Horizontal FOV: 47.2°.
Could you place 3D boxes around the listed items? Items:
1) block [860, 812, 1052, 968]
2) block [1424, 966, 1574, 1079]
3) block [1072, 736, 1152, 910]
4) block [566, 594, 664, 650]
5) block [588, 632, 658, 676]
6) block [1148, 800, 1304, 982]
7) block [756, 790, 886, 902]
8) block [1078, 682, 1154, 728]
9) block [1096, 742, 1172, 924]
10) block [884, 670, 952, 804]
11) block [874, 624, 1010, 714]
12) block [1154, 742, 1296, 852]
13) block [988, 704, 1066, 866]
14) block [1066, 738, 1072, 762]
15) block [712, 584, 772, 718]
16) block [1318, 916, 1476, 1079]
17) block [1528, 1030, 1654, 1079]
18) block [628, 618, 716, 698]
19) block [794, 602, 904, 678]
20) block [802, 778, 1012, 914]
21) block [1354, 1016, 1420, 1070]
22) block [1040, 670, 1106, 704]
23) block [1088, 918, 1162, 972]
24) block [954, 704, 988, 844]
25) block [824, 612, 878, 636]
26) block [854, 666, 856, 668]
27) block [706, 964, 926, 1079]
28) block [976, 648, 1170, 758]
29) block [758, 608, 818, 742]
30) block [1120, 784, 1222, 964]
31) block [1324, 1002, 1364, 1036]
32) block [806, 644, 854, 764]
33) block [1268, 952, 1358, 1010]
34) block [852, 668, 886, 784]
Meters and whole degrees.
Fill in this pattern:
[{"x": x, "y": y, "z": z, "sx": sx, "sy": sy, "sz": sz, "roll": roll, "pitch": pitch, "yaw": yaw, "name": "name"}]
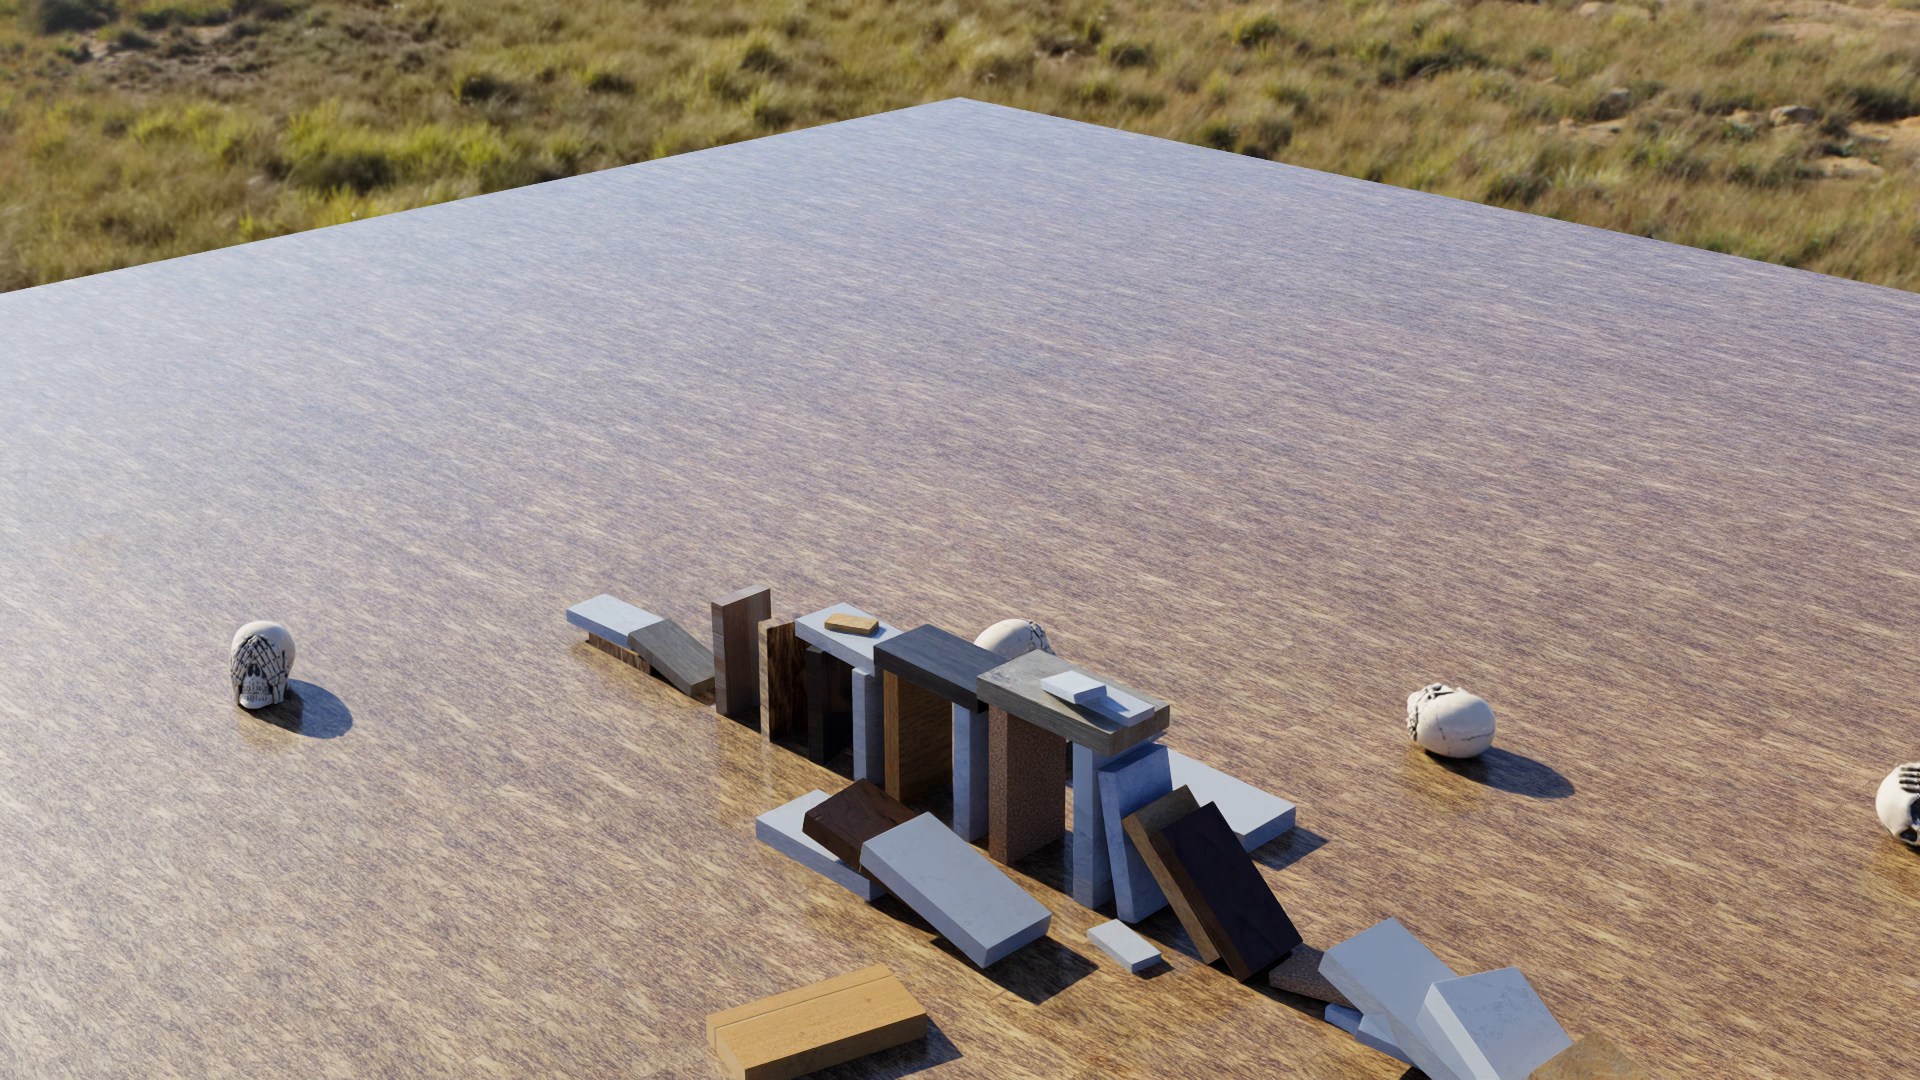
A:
[{"x": -0.010, "y": 0.640, "z": 4.049, "sx": 0.168, "sy": 0.048, "sz": 0.336, "roll": -21, "pitch": 44, "yaw": -40, "name": "block"}, {"x": 0.918, "y": 0.846, "z": 3.569, "sx": 0.170, "sy": 0.048, "sz": 0.340, "roll": -5, "pitch": 39, "yaw": -23, "name": "block"}, {"x": 0.287, "y": 0.509, "z": 4.130, "sx": 0.168, "sy": 0.336, "sz": 0.048, "roll": -21, "pitch": 29, "yaw": -41, "name": "block"}, {"x": -0.806, "y": 0.192, "z": 5.181, "sx": 0.236, "sy": 0.033, "sz": 0.118, "roll": 20, "pitch": 30, "yaw": 38, "name": "block"}, {"x": -0.748, "y": 0.247, "z": 5.137, "sx": 0.118, "sy": 0.033, "sz": 0.236, "roll": -21, "pitch": 31, "yaw": -40, "name": "block"}, {"x": 0.480, "y": 0.632, "z": 3.972, "sx": 0.149, "sy": 0.042, "sz": 0.299, "roll": -21, "pitch": 74, "yaw": -41, "name": "block"}, {"x": -0.229, "y": 0.593, "z": 4.302, "sx": 0.329, "sy": 0.047, "sz": 0.165, "roll": 21, "pitch": 31, "yaw": 40, "name": "block"}, {"x": 0.285, "y": 0.302, "z": 4.040, "sx": 0.067, "sy": 0.019, "sz": 0.134, "roll": -20, "pitch": 30, "yaw": -38, "name": "block"}, {"x": 0.340, "y": 0.544, "z": 4.092, "sx": 0.149, "sy": 0.299, "sz": 0.042, "roll": -21, "pitch": 19, "yaw": -41, "name": "block"}, {"x": -0.084, "y": 0.380, "z": 4.482, "sx": 0.149, "sy": 0.299, "sz": 0.042, "roll": -21, "pitch": 30, "yaw": -40, "name": "block"}, {"x": -0.016, "y": 0.252, "z": 4.348, "sx": 0.149, "sy": 0.042, "sz": 0.299, "roll": -21, "pitch": 31, "yaw": -40, "name": "block"}, {"x": 0.483, "y": 0.523, "z": 4.469, "sx": 0.165, "sy": 0.047, "sz": 0.372, "roll": -21, "pitch": 31, "yaw": -40, "name": "block"}, {"x": 0.132, "y": 0.449, "z": 4.273, "sx": 0.048, "sy": 0.336, "sz": 0.168, "roll": 21, "pitch": 31, "yaw": 41, "name": "block"}, {"x": 0.220, "y": 0.402, "z": 4.754, "sx": 0.165, "sy": 0.047, "sz": 0.329, "roll": 19, "pitch": 29, "yaw": 37, "name": "block"}, {"x": -0.477, "y": 0.243, "z": 4.840, "sx": 0.038, "sy": 0.271, "sz": 0.135, "roll": 21, "pitch": 31, "yaw": 41, "name": "block"}, {"x": 0.796, "y": 0.800, "z": 3.679, "sx": 0.170, "sy": 0.048, "sz": 0.382, "roll": -17, "pitch": 45, "yaw": -35, "name": "block"}, {"x": 1.063, "y": 0.922, "z": 3.416, "sx": 0.170, "sy": 0.048, "sz": 0.340, "roll": -19, "pitch": 44, "yaw": -37, "name": "block"}, {"x": -0.641, "y": 0.267, "z": 5.024, "sx": 0.118, "sy": 0.033, "sz": 0.236, "roll": -21, "pitch": 43, "yaw": -40, "name": "block"}, {"x": -0.210, "y": 0.205, "z": 4.560, "sx": 0.131, "sy": 0.037, "sz": 0.262, "roll": -19, "pitch": 29, "yaw": -38, "name": "block"}, {"x": -0.103, "y": 0.598, "z": 4.175, "sx": 0.378, "sy": 0.048, "sz": 0.168, "roll": 31, "pitch": 37, "yaw": 28, "name": "block"}, {"x": 0.760, "y": 0.837, "z": 3.681, "sx": 0.182, "sy": 0.026, "sz": 0.091, "roll": 22, "pitch": 36, "yaw": 14, "name": "block"}, {"x": 0.210, "y": 0.272, "z": 4.070, "sx": 0.067, "sy": 0.019, "sz": 0.134, "roll": -14, "pitch": 14, "yaw": -22, "name": "block"}, {"x": 0.298, "y": 0.737, "z": 3.998, "sx": 0.067, "sy": 0.019, "sz": 0.134, "roll": -14, "pitch": 27, "yaw": -30, "name": "block"}, {"x": 0.054, "y": 0.435, "z": 4.352, "sx": 0.042, "sy": 0.299, "sz": 0.149, "roll": 20, "pitch": 30, "yaw": 39, "name": "block"}, {"x": -0.225, "y": 0.175, "z": 4.565, "sx": 0.102, "sy": 0.014, "sz": 0.051, "roll": 8, "pitch": 24, "yaw": 19, "name": "block"}, {"x": -0.271, "y": 0.311, "z": 4.985, "sx": 0.051, "sy": 0.014, "sz": 0.102, "roll": 6, "pitch": 35, "yaw": 13, "name": "block"}, {"x": -0.244, "y": 0.828, "z": 3.748, "sx": 0.336, "sy": 0.048, "sz": 0.168, "roll": -12, "pitch": 26, "yaw": -26, "name": "block"}, {"x": 0.210, "y": 0.303, "z": 4.125, "sx": 0.336, "sy": 0.048, "sz": 0.168, "roll": 21, "pitch": 31, "yaw": 41, "name": "block"}, {"x": -0.362, "y": 0.290, "z": 4.730, "sx": 0.135, "sy": 0.271, "sz": 0.038, "roll": -14, "pitch": 28, "yaw": -30, "name": "block"}, {"x": 0.432, "y": 0.609, "z": 4.020, "sx": 0.149, "sy": 0.042, "sz": 0.299, "roll": -21, "pitch": 75, "yaw": -41, "name": "block"}, {"x": 0.727, "y": 0.831, "z": 3.770, "sx": 0.091, "sy": 0.026, "sz": 0.182, "roll": -21, "pitch": 31, "yaw": -40, "name": "block"}, {"x": -0.272, "y": 0.329, "z": 4.651, "sx": 0.037, "sy": 0.262, "sz": 0.131, "roll": 12, "pitch": 26, "yaw": 27, "name": "block"}, {"x": 0.644, "y": 0.773, "z": 3.862, "sx": 0.182, "sy": 0.026, "sz": 0.091, "roll": 7, "pitch": 21, "yaw": 43, "name": "block"}, {"x": -0.160, "y": 0.371, "z": 4.551, "sx": 0.037, "sy": 0.262, "sz": 0.131, "roll": 21, "pitch": 31, "yaw": 40, "name": "block"}]
